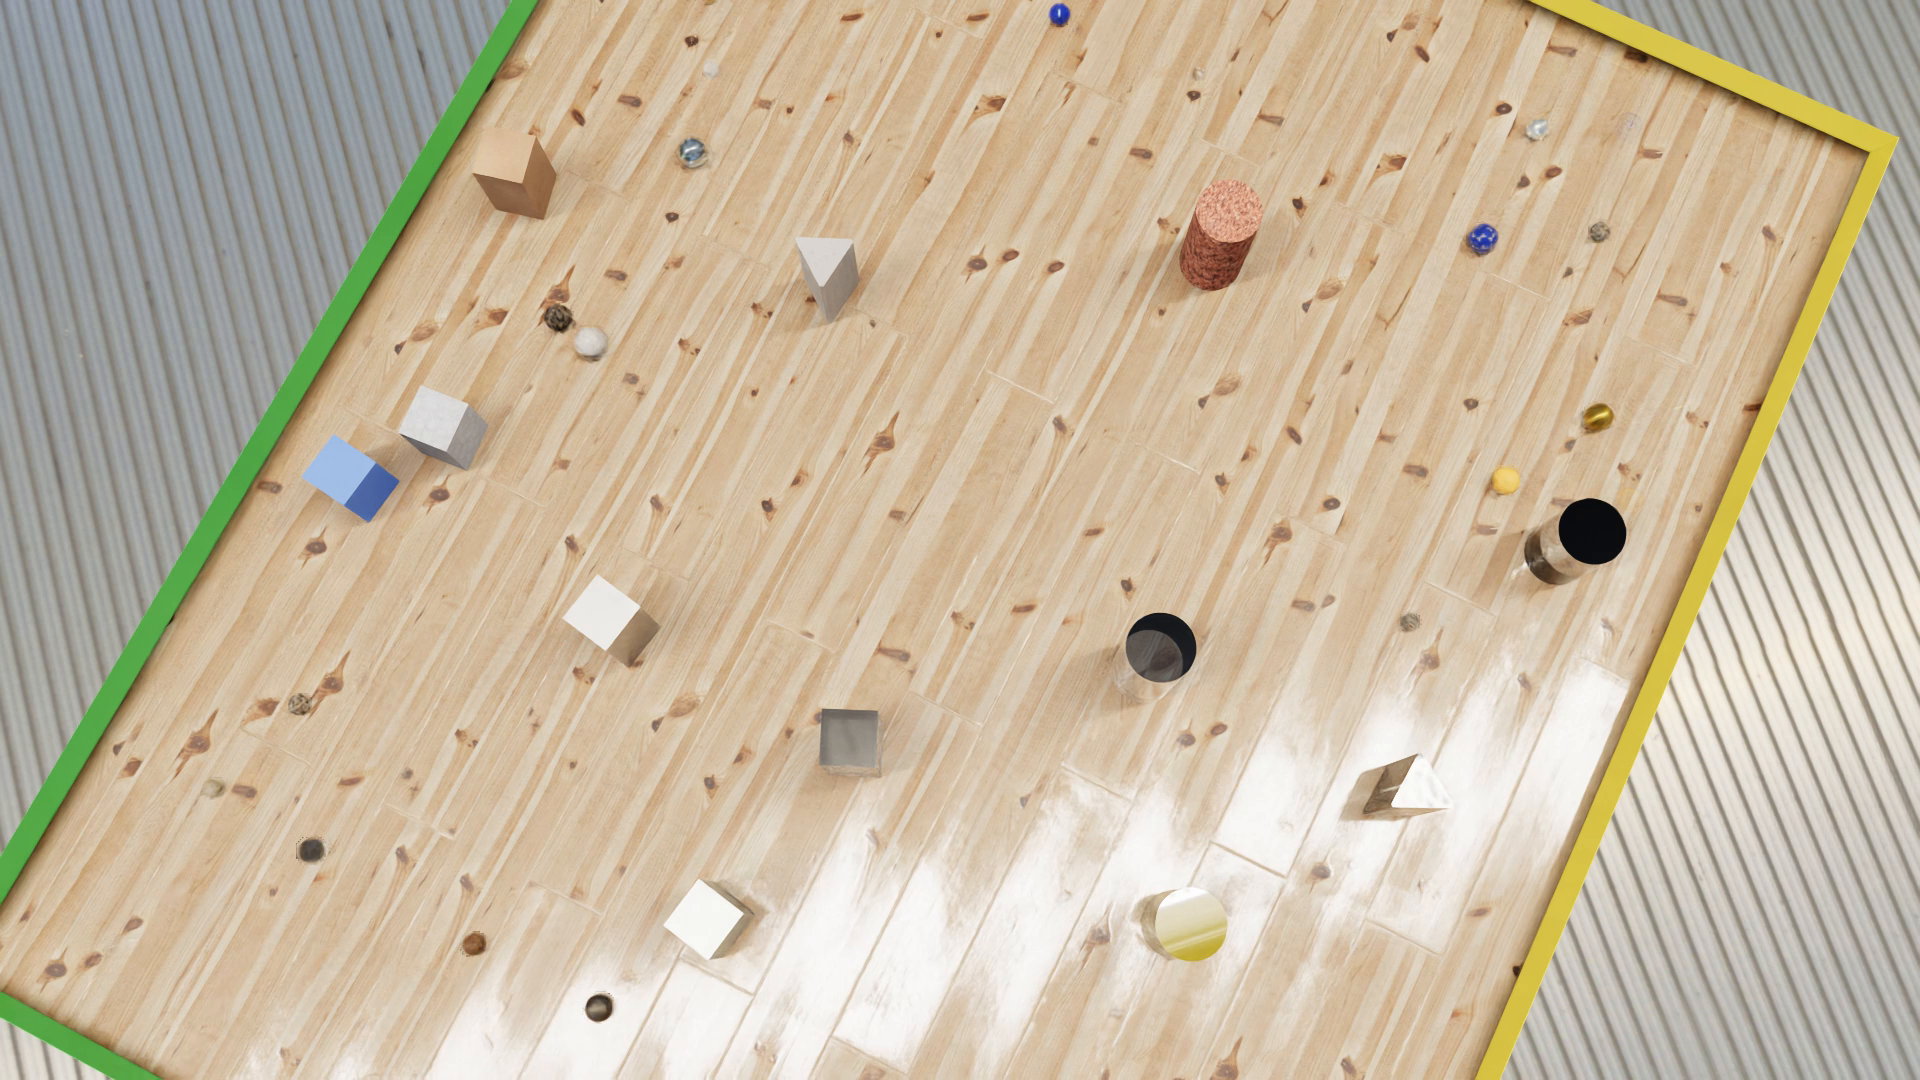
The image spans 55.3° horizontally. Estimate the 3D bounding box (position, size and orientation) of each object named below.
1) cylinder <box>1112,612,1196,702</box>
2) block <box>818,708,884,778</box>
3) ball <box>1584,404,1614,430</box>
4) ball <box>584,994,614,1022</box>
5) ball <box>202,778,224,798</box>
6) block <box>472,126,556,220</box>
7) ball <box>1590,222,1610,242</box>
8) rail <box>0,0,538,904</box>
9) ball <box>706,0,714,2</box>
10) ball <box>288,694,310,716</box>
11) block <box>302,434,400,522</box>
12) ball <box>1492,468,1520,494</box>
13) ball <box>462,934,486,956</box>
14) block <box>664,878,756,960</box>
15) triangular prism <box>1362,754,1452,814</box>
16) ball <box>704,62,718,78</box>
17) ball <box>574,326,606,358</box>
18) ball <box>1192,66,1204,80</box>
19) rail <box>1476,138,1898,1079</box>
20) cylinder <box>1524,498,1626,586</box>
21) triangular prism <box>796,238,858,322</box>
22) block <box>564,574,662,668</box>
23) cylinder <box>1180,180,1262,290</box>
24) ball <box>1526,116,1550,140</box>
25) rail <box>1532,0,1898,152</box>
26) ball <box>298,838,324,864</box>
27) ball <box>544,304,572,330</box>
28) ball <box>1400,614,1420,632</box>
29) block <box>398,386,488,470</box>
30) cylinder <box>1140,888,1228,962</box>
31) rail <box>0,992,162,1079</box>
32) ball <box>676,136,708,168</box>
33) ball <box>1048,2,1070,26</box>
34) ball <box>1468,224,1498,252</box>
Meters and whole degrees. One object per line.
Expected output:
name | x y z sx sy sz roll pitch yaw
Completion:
cylinder | 0.556 0.346 5.299 0.197 0.482 0.197 0 78 0
block | -0.310 0.590 5.296 0.157 0.389 0.157 2 78 0
ball | 1.971 -0.379 5.651 0.086 0.086 0.086 0 78 0
ball | -1.043 1.353 5.295 0.082 0.082 0.082 0 78 0
ball | -2.215 0.737 5.434 0.059 0.059 0.059 0 78 0
block | -1.383 -1.139 5.701 0.157 0.297 0.157 13 79 3
ball | 2.021 -0.973 5.786 0.062 0.062 0.062 0 78 0
rail | -1.823 -0.886 5.734 0.045 0.128 4.929 26 80 5
ball | -0.812 -1.769 5.962 0.042 0.042 0.042 0 78 0
ball | -1.977 0.493 5.482 0.064 0.064 0.064 0 78 0
block | -1.837 -0.184 5.533 0.157 0.238 0.157 33 80 6
ball | 1.672 -0.181 5.611 0.084 0.084 0.084 0 78 0
ball | -1.417 1.180 5.340 0.064 0.064 0.064 0 78 0
block | -0.709 1.082 5.226 0.157 0.327 0.157 36 81 7
triangular prism | 1.282 0.703 5.277 0.170 0.380 0.148 0 78 0
ball | -0.802 -1.517 5.906 0.047 0.047 0.047 0 78 0
ball | -1.147 -0.614 5.693 0.098 0.098 0.098 0 78 0
ball | 0.769 -1.505 5.908 0.040 0.040 0.040 0 78 0
rail | 1.823 0.899 5.364 0.045 0.128 4.929 26 80 5
cylinder | 1.824 0.008 5.447 0.197 0.329 0.197 0 78 0
triangular prism | -0.426 -0.823 5.610 0.148 0.347 0.170 32 80 6
block | -1.016 0.243 5.378 0.157 0.370 0.157 36 81 7
cylinder | 0.792 -0.925 5.593 0.197 0.421 0.197 0 78 0
ball | 1.844 -1.316 5.852 0.071 0.071 0.071 0 78 0
rail | 1.092 -2.131 5.991 4.123 0.128 0.045 26 80 5
ball | -1.907 0.913 5.390 0.074 0.074 0.074 0 78 0
ball | -1.253 -0.694 5.718 0.084 0.084 0.084 0 78 0
ball | 1.360 0.249 5.537 0.055 0.055 0.055 0 78 0
block | -1.565 -0.337 5.563 0.157 0.241 0.157 21 79 4
cylinder | 0.629 1.087 5.182 0.197 0.411 0.197 0 78 0
rail | -1.092 2.145 5.106 4.123 0.128 0.045 26 80 5
ball | -0.850 -1.233 5.822 0.097 0.097 0.097 0 78 0
ball | 0.322 -1.702 5.933 0.070 0.070 0.070 0 78 0
ball | 1.647 -0.950 5.766 0.092 0.092 0.092 0 78 0
